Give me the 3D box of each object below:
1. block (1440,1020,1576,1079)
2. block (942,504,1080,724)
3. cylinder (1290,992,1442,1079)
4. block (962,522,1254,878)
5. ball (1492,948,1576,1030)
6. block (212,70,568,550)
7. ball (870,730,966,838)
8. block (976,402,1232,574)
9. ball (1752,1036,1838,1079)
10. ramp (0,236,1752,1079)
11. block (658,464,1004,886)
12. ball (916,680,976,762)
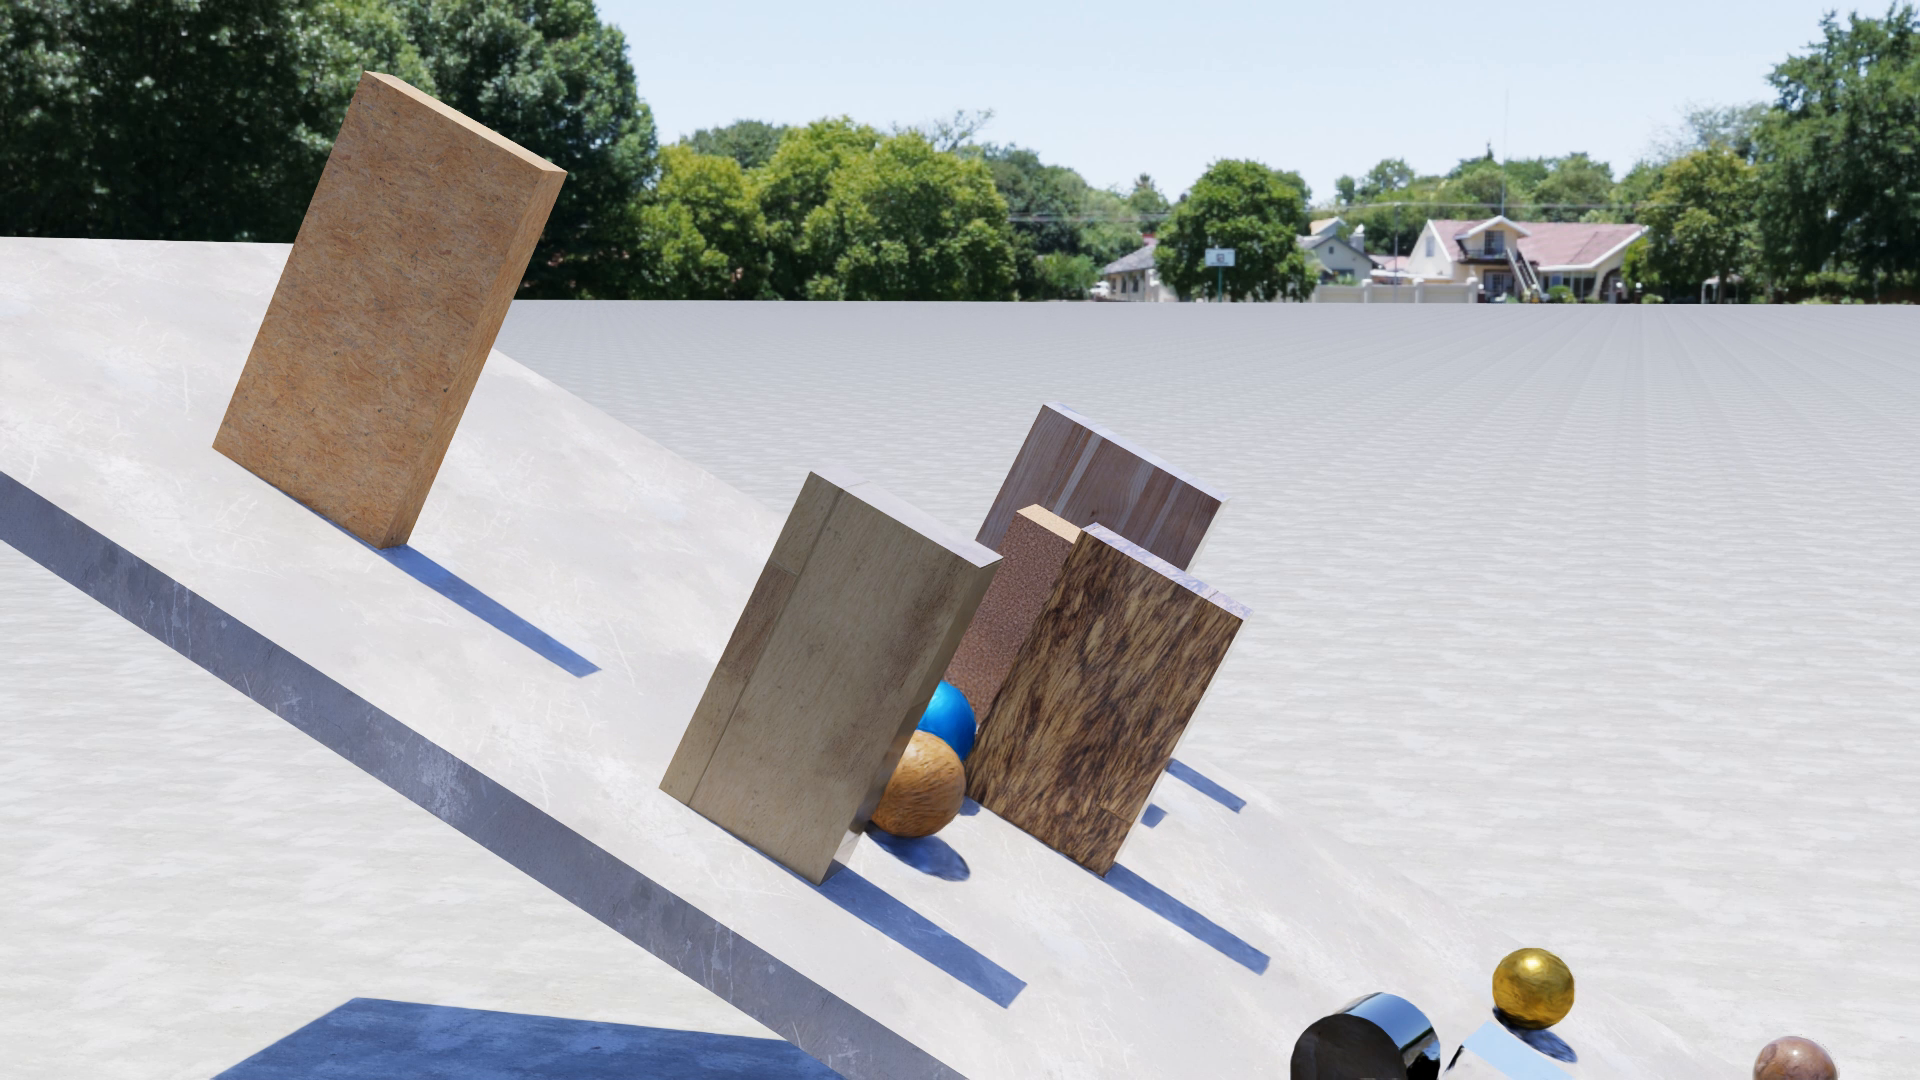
[{"bbox_3d":[0.878,0.934,3.605,0.182,0.182,0.182,33,15,23],"label":"block"},{"bbox_3d":[0.163,0.188,4.493,0.284,0.427,0.150,30,14,12],"label":"block"},{"bbox_3d":[0.650,0.835,3.514,0.190,0.190,0.190,4,1,28],"label":"cylinder"},{"bbox_3d":[0.257,0.292,4.034,0.333,0.547,0.112,30,14,12],"label":"block"},{"bbox_3d":[1.122,0.877,4.303,0.159,0.159,0.159,0,7,0],"label":"ball"},{"bbox_3d":[-1.004,-0.397,3.845,0.376,0.733,0.091,30,14,12],"label":"block"},{"bbox_3d":[-0.082,0.414,3.733,0.184,0.184,0.184,0,7,0],"label":"ball"},{"bbox_3d":[0.261,0.054,4.848,0.443,0.574,0.114,30,14,12],"label":"block"},{"bbox_3d":[1.726,1.110,4.543,0.167,0.167,0.167,0,7,0],"label":"ball"},{"bbox_3d":[-0.232,0.387,4.153,4.000,0.100,2.000,30,14,12],"label":"ramp"},{"bbox_3d":[-0.205,0.209,3.436,0.303,0.574,0.127,30,14,12],"label":"block"},{"bbox_3d":[-0.062,0.343,4.033,0.181,0.181,0.181,0,7,0],"label":"ball"}]
